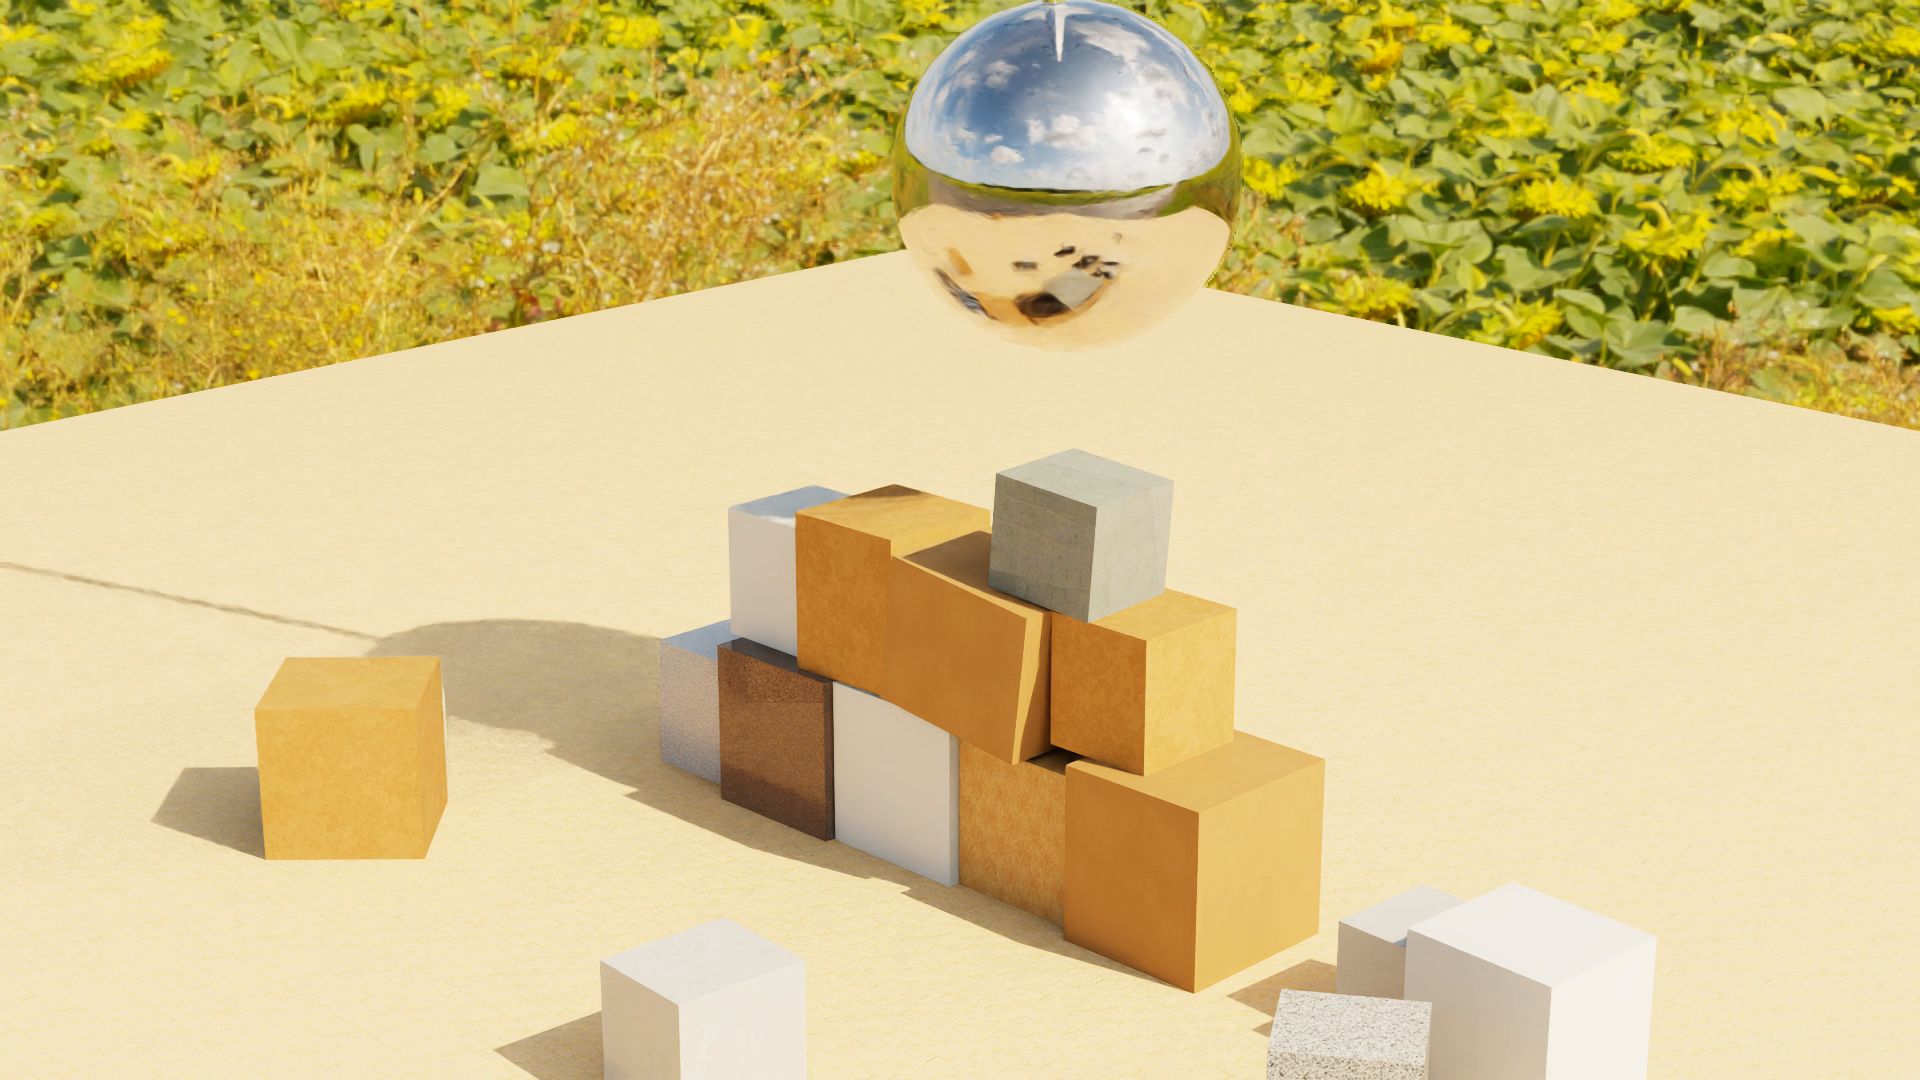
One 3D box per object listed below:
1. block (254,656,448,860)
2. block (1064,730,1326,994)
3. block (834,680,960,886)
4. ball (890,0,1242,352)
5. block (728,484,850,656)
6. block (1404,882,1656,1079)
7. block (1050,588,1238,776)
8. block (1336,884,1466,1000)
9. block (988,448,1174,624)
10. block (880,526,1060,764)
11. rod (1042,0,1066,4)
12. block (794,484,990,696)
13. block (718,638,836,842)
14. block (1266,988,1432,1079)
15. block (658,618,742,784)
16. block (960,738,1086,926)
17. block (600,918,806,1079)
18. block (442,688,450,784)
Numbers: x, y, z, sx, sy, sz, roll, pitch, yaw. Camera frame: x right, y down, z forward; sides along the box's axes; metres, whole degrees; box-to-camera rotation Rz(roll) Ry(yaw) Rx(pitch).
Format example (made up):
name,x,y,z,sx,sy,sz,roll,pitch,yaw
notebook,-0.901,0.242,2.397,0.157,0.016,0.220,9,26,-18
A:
name,x,y,z,sx,sy,sz,roll,pitch,yaw
block,-2.861,1.024,13.845,0.737,0.745,0.706,0,17,-1
block,1.012,1.344,12.700,0.747,0.820,0.836,17,24,42
block,-0.049,1.037,13.724,0.763,0.792,0.766,-17,24,-42
ball,0.482,-1.652,13.327,1.600,1.600,1.600,0,17,0
block,-0.717,0.149,14.153,0.555,0.638,0.567,-16,24,-42
block,2.221,1.825,11.487,0.660,0.630,0.695,-15,23,-40
block,0.794,0.592,12.707,0.543,0.611,0.587,17,24,42
block,1.876,1.762,11.943,0.534,0.477,0.438,-15,23,-40
block,0.524,-0.027,12.712,0.559,0.524,0.533,20,26,37
block,0.256,0.436,13.172,0.835,0.698,0.836,-17,30,-43
rod,0.209,-4.793,12.054,0.080,5.200,0.080,17,30,42
block,-0.311,0.229,13.689,0.632,0.763,0.649,16,24,42
block,-0.609,0.876,14.230,0.823,0.795,0.754,-17,24,-42
block,1.437,2.056,10.857,0.563,0.567,0.509,4,18,11
block,-1.084,0.804,14.710,0.601,0.646,0.577,-17,24,-42
block,0.489,1.233,13.227,0.664,0.716,0.732,-17,24,-42
block,-0.996,1.887,11.409,0.600,0.558,0.517,-15,23,-39
block,-2.816,0.928,14.560,0.443,0.498,0.484,-6,19,-20
